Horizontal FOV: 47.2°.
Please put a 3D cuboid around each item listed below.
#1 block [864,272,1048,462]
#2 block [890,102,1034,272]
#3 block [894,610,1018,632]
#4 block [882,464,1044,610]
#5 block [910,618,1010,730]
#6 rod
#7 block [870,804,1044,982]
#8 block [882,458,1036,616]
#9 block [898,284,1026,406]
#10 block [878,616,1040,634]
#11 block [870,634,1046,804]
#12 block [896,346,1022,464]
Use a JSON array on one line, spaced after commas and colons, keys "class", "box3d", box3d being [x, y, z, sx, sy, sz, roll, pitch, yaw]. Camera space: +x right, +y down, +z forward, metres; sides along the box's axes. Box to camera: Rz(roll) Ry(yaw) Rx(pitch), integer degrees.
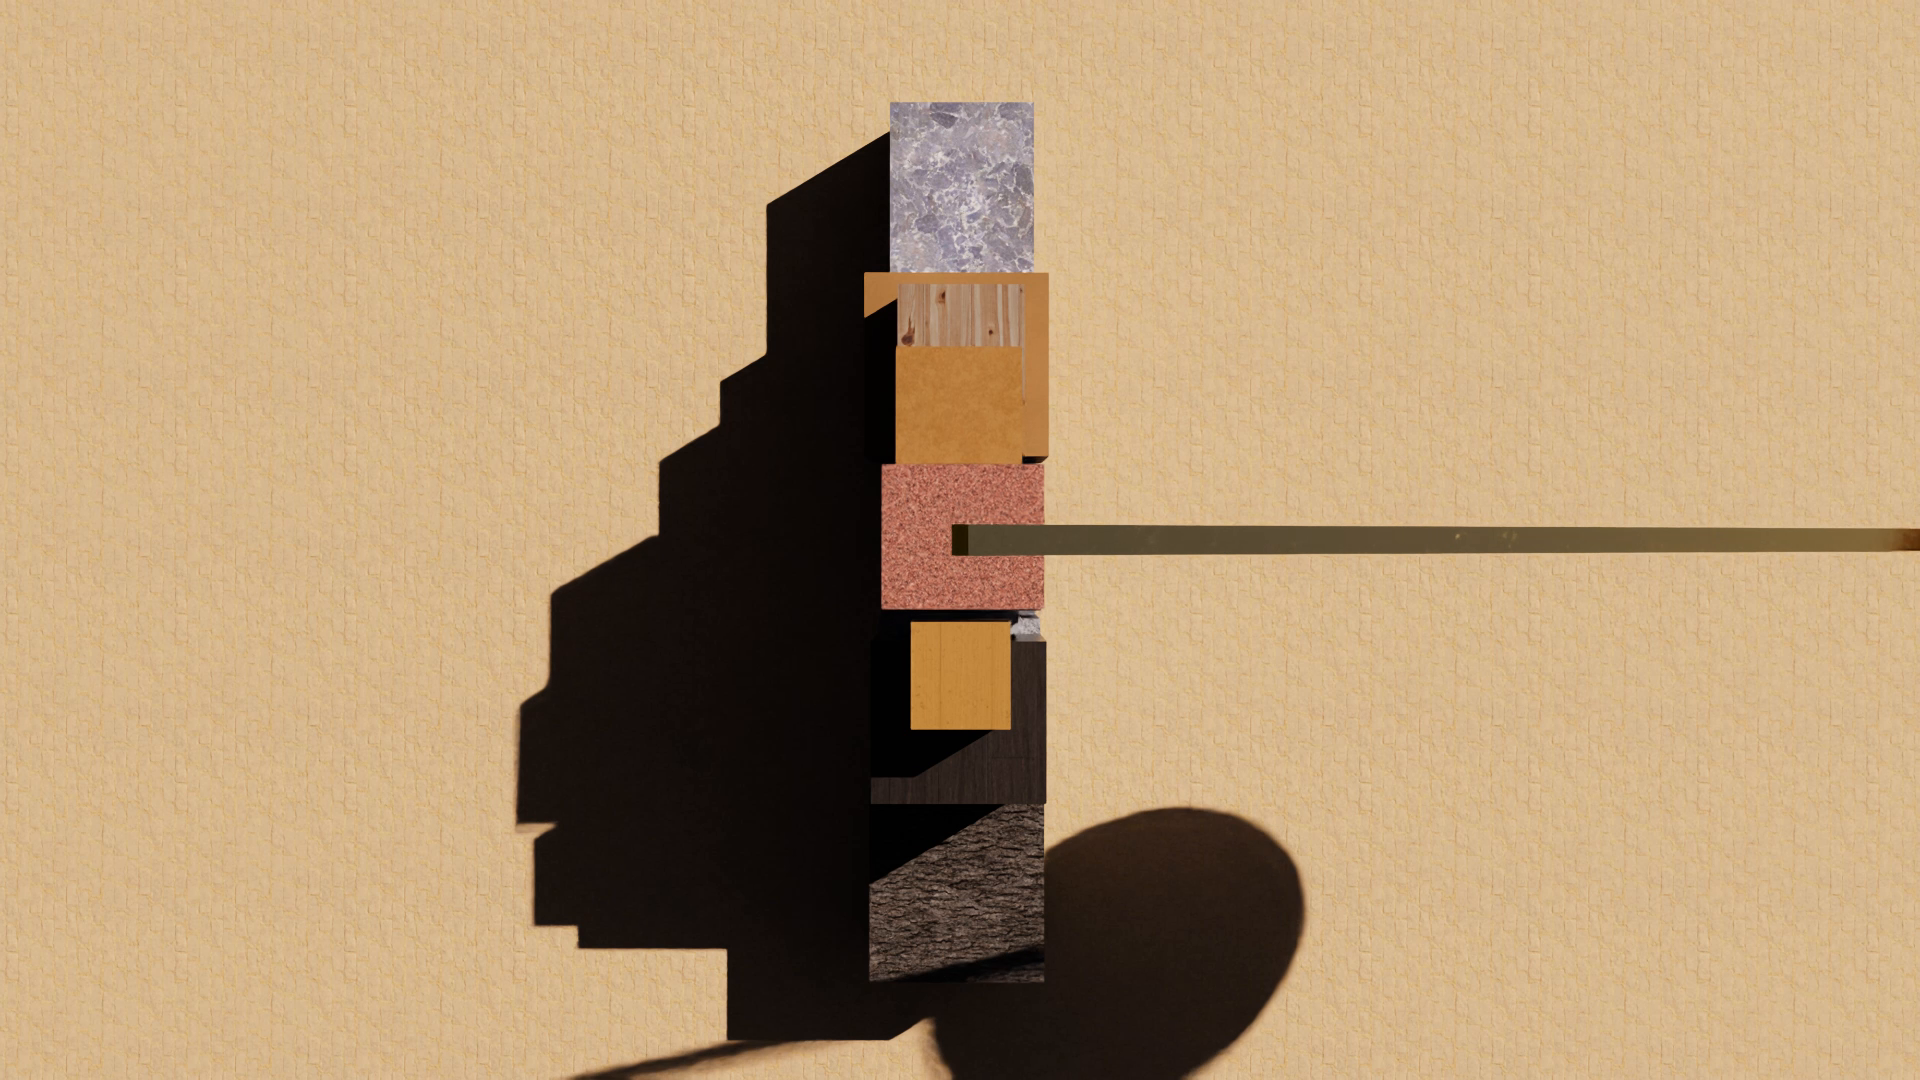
[{"class": "block", "box3d": [-0.018, -0.965, 12.543, 1.015, 0.914, 1.010, 0, 90, 0]}, {"class": "block", "box3d": [0.011, -1.957, 12.614, 0.801, 0.772, 0.954, 0, 90, 0]}, {"class": "block", "box3d": [-0.017, 0.183, 11.690, 0.637, 0.682, 0.619, 0, 88, 0]}, {"class": "block", "box3d": [0.014, -0.004, 11.038, 0.792, 0.635, 0.706, 0, 88, 0]}, {"class": "block", "box3d": [0.004, 0.658, 10.909, 0.483, 0.488, 0.521, 0, 90, 0]}, {"class": "rod", "box3d": [2.212, 0.000, 6.965, 5.200, 0.080, 0.080, 0, 90, -32]}, {"class": "block", "box3d": [-0.018, 1.903, 12.551, 0.962, 0.899, 1.062, 0, 90, 0]}, {"class": "block", "box3d": [-0.006, -0.015, 12.604, 0.852, 0.791, 0.870, 0, 90, 0]}, {"class": "block", "box3d": [0.007, -1.032, 11.800, 0.667, 0.573, 0.615, 0, 90, 0]}, {"class": "block", "box3d": [-0.004, 0.896, 12.510, 0.886, 0.979, 0.933, 0, 90, 0]}, {"class": "block", "box3d": [-0.006, 0.926, 11.587, 0.893, 0.868, 0.825, 0, 90, 0]}, {"class": "block", "box3d": [-0.005, -0.648, 11.155, 0.622, 0.625, 0.590, 0, 88, 0]}]
